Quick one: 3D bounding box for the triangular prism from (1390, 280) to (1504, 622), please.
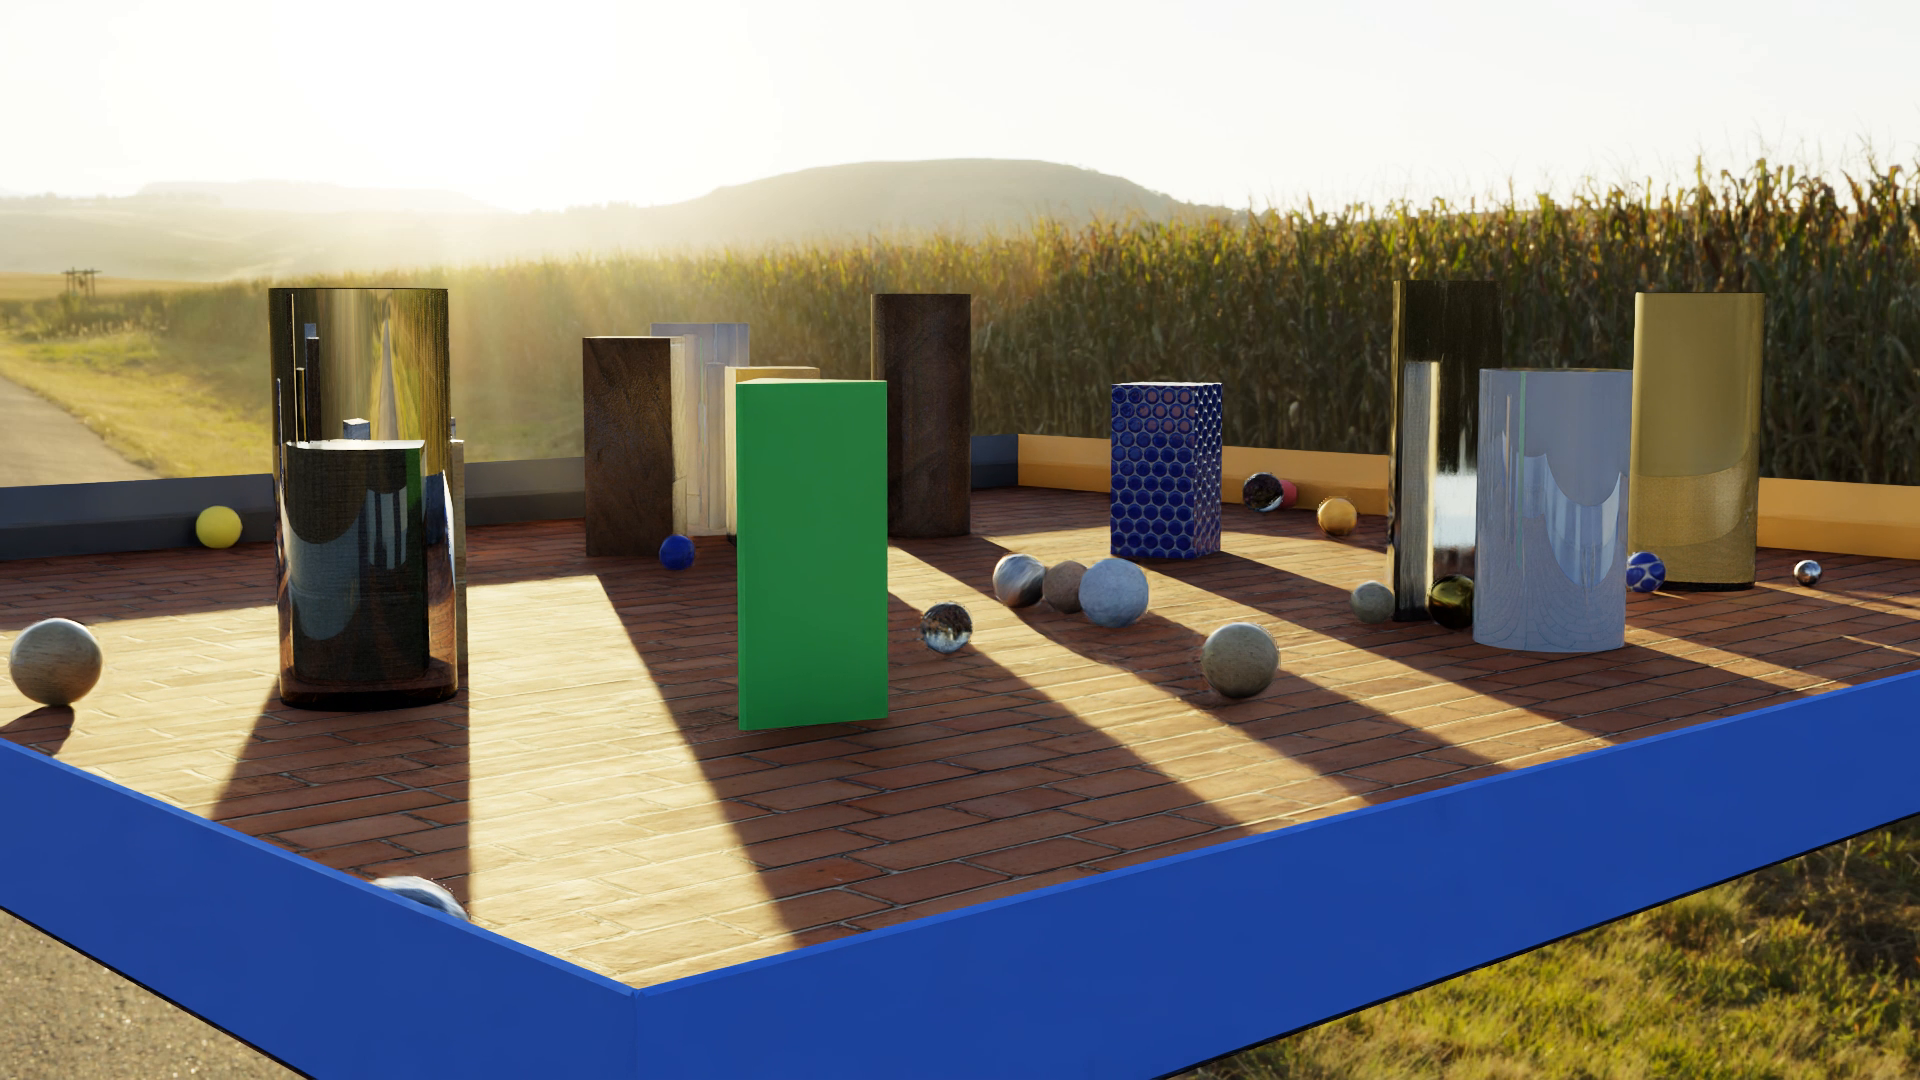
[{"bbox_3d":[0.677,-0.135,3.230,0.172,0.488,0.149,-2,6,-22],"label":"triangular prism"}]

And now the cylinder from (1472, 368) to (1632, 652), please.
[{"bbox_3d":[0.796,-0.045,2.957,0.199,0.366,0.199,0,6,0],"label":"cylinder"}]

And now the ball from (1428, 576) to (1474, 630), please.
[{"bbox_3d":[0.695,0.087,3.081,0.076,0.076,0.076,0,6,0],"label":"ball"}]

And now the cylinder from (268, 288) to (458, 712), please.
[{"bbox_3d":[-0.684,-0.052,2.524,0.199,0.469,0.199,0,6,0],"label":"cylinder"}]

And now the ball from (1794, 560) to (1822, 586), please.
[{"bbox_3d":[1.377,0.054,3.571,0.041,0.041,0.041,0,6,0],"label":"ball"}]

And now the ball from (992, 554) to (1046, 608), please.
[{"bbox_3d":[0.090,0.061,3.305,0.082,0.082,0.082,0,6,0],"label":"ball"}]

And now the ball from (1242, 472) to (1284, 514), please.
[{"bbox_3d":[0.667,-0.104,4.850,0.090,0.090,0.090,0,6,0],"label":"ball"}]

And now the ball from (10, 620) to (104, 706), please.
[{"bbox_3d":[-1.021,0.138,2.485,0.098,0.098,0.098,0,6,0],"label":"ball"}]

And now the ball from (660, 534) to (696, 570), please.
[{"bbox_3d":[-0.486,0.021,3.784,0.062,0.062,0.062,0,6,0],"label":"ball"}]

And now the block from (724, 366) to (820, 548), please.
[{"bbox_3d":[-0.359,-0.161,4.208,0.159,0.337,0.159,-1,6,-13],"label":"block"}]

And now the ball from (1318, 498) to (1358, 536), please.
[{"bbox_3d":[0.748,-0.045,4.354,0.077,0.077,0.077,0,6,0],"label":"ball"}]

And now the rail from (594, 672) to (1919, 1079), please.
[{"bbox_3d":[1.072,0.154,2.177,3.368,0.129,0.045,-5,8,-42],"label":"rail"}]

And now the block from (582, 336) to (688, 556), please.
[{"bbox_3d":[-0.597,-0.175,4.057,0.159,0.396,0.159,0,6,2],"label":"block"}]

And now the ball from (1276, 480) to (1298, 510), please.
[{"bbox_3d":[0.723,-0.101,4.925,0.068,0.068,0.068,0,6,0],"label":"ball"}]

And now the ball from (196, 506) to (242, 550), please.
[{"bbox_3d":[-1.389,-0.024,4.121,0.082,0.082,0.082,0,6,0],"label":"ball"}]

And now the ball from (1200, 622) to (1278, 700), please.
[{"bbox_3d":[0.322,0.139,2.530,0.088,0.088,0.088,0,6,0],"label":"ball"}]

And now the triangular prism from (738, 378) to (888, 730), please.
[{"bbox_3d":[-0.189,0.008,2.428,0.172,0.369,0.149,-3,7,-27],"label":"triangular prism"}]

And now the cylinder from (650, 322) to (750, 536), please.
[{"bbox_3d":[-0.524,-0.228,4.447,0.199,0.420,0.199,0,6,0],"label":"cylinder"}]

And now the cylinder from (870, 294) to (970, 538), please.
[{"bbox_3d":[-0.078,-0.251,4.391,0.199,0.478,0.199,0,6,0],"label":"cylinder"}]

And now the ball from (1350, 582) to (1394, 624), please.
[{"bbox_3d":[0.588,0.089,3.137,0.061,0.061,0.061,0,6,0],"label":"ball"}]

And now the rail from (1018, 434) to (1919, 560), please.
[{"bbox_3d":[1.220,-0.083,4.451,0.045,0.129,3.208,-5,8,-42],"label":"rail"}]

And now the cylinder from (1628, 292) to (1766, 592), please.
[{"bbox_3d":[1.192,-0.163,3.566,0.199,0.473,0.199,0,6,0],"label":"cylinder"}]

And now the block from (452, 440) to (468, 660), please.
[{"bbox_3d":[-0.743,0.014,2.803,0.159,0.280,0.159,6,8,43],"label":"block"}]

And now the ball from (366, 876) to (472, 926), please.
[{"bbox_3d":[-0.351,0.257,1.375,0.093,0.093,0.093,0,6,0],"label":"ball"}]

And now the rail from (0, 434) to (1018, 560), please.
[{"bbox_3d":[-1.072,-0.087,4.487,3.368,0.129,0.045,-5,8,-42],"label":"rail"}]

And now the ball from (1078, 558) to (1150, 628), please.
[{"bbox_3d":[0.217,0.074,3.096,0.099,0.099,0.099,0,6,0],"label":"ball"}]

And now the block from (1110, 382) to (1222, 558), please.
[{"bbox_3d":[0.381,-0.132,4.049,0.159,0.311,0.159,3,7,24],"label":"block"}]

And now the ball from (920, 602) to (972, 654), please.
[{"bbox_3d":[-0.017,0.115,2.863,0.067,0.067,0.067,0,6,0],"label":"ball"}]

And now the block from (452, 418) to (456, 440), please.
[{"bbox_3d":[-0.986,-0.081,3.826,0.159,0.258,0.159,2,6,16],"label":"block"}]

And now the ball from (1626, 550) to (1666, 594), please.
[{"bbox_3d":[1.080,0.051,3.476,0.067,0.067,0.067,0,6,0],"label":"ball"}]

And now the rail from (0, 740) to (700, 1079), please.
[{"bbox_3d":[-1.220,0.150,2.212,0.045,0.129,3.208,-5,8,-42],"label":"rail"}]

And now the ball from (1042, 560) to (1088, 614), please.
[{"bbox_3d":[0.161,0.070,3.238,0.079,0.079,0.079,0,6,0],"label":"ball"}]
